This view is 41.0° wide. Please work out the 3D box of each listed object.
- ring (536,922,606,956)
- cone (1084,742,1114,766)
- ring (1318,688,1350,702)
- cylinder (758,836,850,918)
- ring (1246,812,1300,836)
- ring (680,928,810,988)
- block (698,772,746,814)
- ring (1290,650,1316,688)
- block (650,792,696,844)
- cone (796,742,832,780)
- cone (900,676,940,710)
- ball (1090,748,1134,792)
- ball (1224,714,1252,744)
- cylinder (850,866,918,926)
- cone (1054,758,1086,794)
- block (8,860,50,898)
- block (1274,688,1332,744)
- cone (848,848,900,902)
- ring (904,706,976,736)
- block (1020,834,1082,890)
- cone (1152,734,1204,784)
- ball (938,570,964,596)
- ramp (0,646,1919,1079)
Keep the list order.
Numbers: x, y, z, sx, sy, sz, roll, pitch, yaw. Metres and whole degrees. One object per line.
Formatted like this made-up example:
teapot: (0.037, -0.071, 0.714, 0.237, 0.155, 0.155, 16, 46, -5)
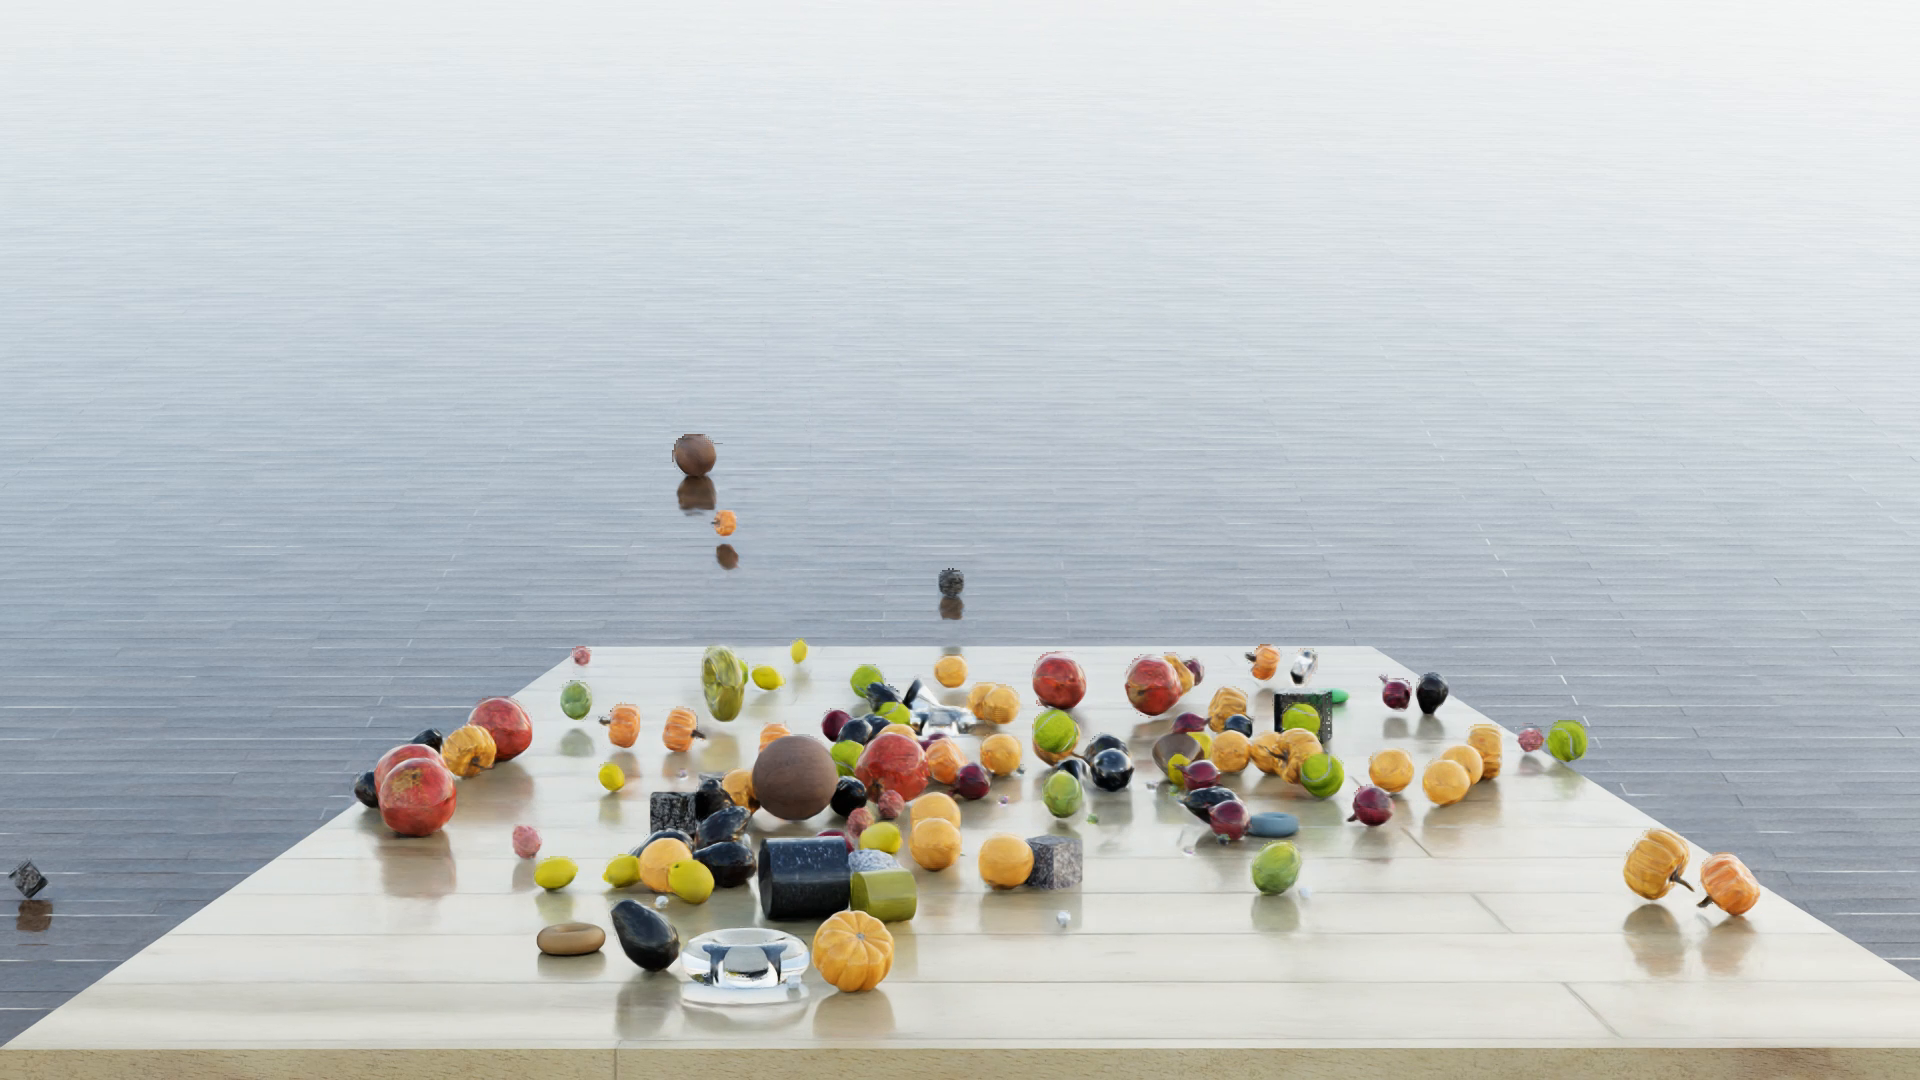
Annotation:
ring: (-0.451, 0.463, 2.979, 0.080, 0.027, 0.080, -2, 3, 0)
cone: (0.241, 0.382, 4.374, 0.057, 0.057, 0.057, -1, 30, -2)
ring: (0.771, 0.324, 5.359, 0.083, 0.028, 0.083, 2, 0, 0)
cylinder: (-0.193, 0.416, 3.175, 0.097, 0.097, 0.097, -1, 20, -14)
ring: (0.457, 0.417, 3.765, 0.080, 0.027, 0.080, -1, 4, 0)
ring: (-0.236, 0.461, 2.834, 0.143, 0.048, 0.143, 0, 2, 0)
block: (-0.370, 0.391, 3.984, 0.054, 0.054, 0.054, -2, 4, -29)
ring: (0.739, 0.278, 5.531, 0.030, 0.089, 0.089, 25, 30, 25)
block: (-0.415, 0.401, 3.719, 0.064, 0.064, 0.064, 0, 3, -4)
cone: (-0.255, 0.384, 4.315, 0.065, 0.065, 0.065, 6, 31, 15)
cone: (-0.066, 0.329, 5.214, 0.080, 0.080, 0.080, 28, 27, 10)
ball: (0.246, 0.372, 4.154, 0.070, 0.070, 0.070, 0, 21, 0)
ball: (0.511, 0.347, 4.724, 0.054, 0.054, 0.054, 0, 21, 0)
cylinder: (-0.094, 0.435, 3.133, 0.064, 0.064, 0.064, -7, 22, -24)
cone: (0.188, 0.394, 4.159, 0.057, 0.057, 0.057, -7, 36, -18)
block: (-1.983, 0.723, 5.470, 0.053, 0.053, 0.053, -40, -8, -17)
block: (0.637, 0.326, 4.772, 0.091, 0.091, 0.091, 1, 4, 19)
cone: (-0.117, 0.444, 3.180, 0.088, 0.088, 0.088, 3, 31, 7)
ring: (-0.038, 0.344, 4.869, 0.139, 0.046, 0.139, -1, 3, 0)
block: (0.120, 0.423, 3.381, 0.058, 0.058, 0.058, 3, 4, 42)
cone: (0.361, 0.381, 4.272, 0.086, 0.086, 0.086, 3, 30, 7)
ball: (-0.024, 0.120, 7.094, 0.071, 0.071, 0.071, 0, 21, 0)
ramp: (0.048, 0.436, 4.532, 2.000, 0.100, 4.000, 0, 3, 0)
